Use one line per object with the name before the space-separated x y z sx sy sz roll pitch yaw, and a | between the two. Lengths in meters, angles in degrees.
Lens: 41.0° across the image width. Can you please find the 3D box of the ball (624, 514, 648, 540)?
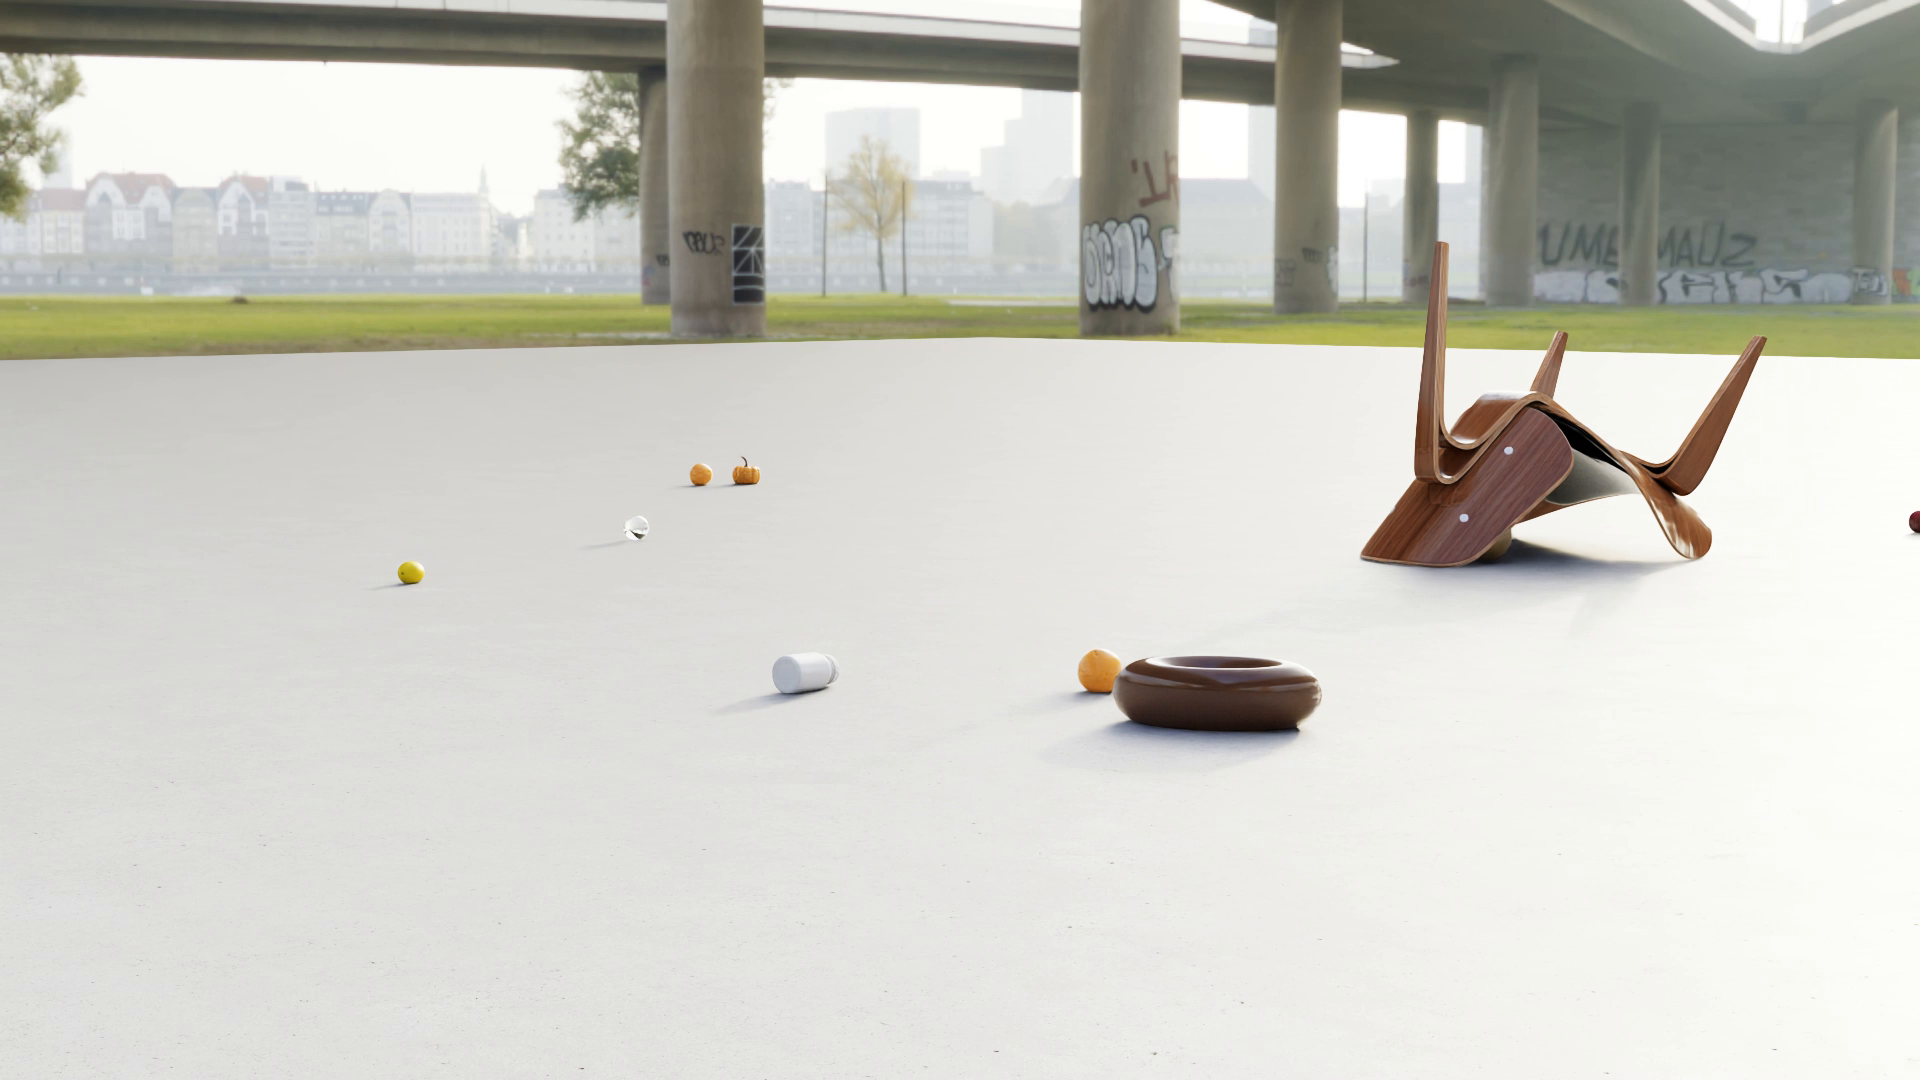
ball | -0.808 -0.030 6.397 0.064 0.064 0.064 0 6 0

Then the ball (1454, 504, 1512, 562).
ball | 1.210 -0.016 5.930 0.131 0.131 0.131 0 6 0

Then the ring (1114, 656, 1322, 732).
ring | 0.378 0.225 3.778 0.311 0.094 0.166 1 8 15
